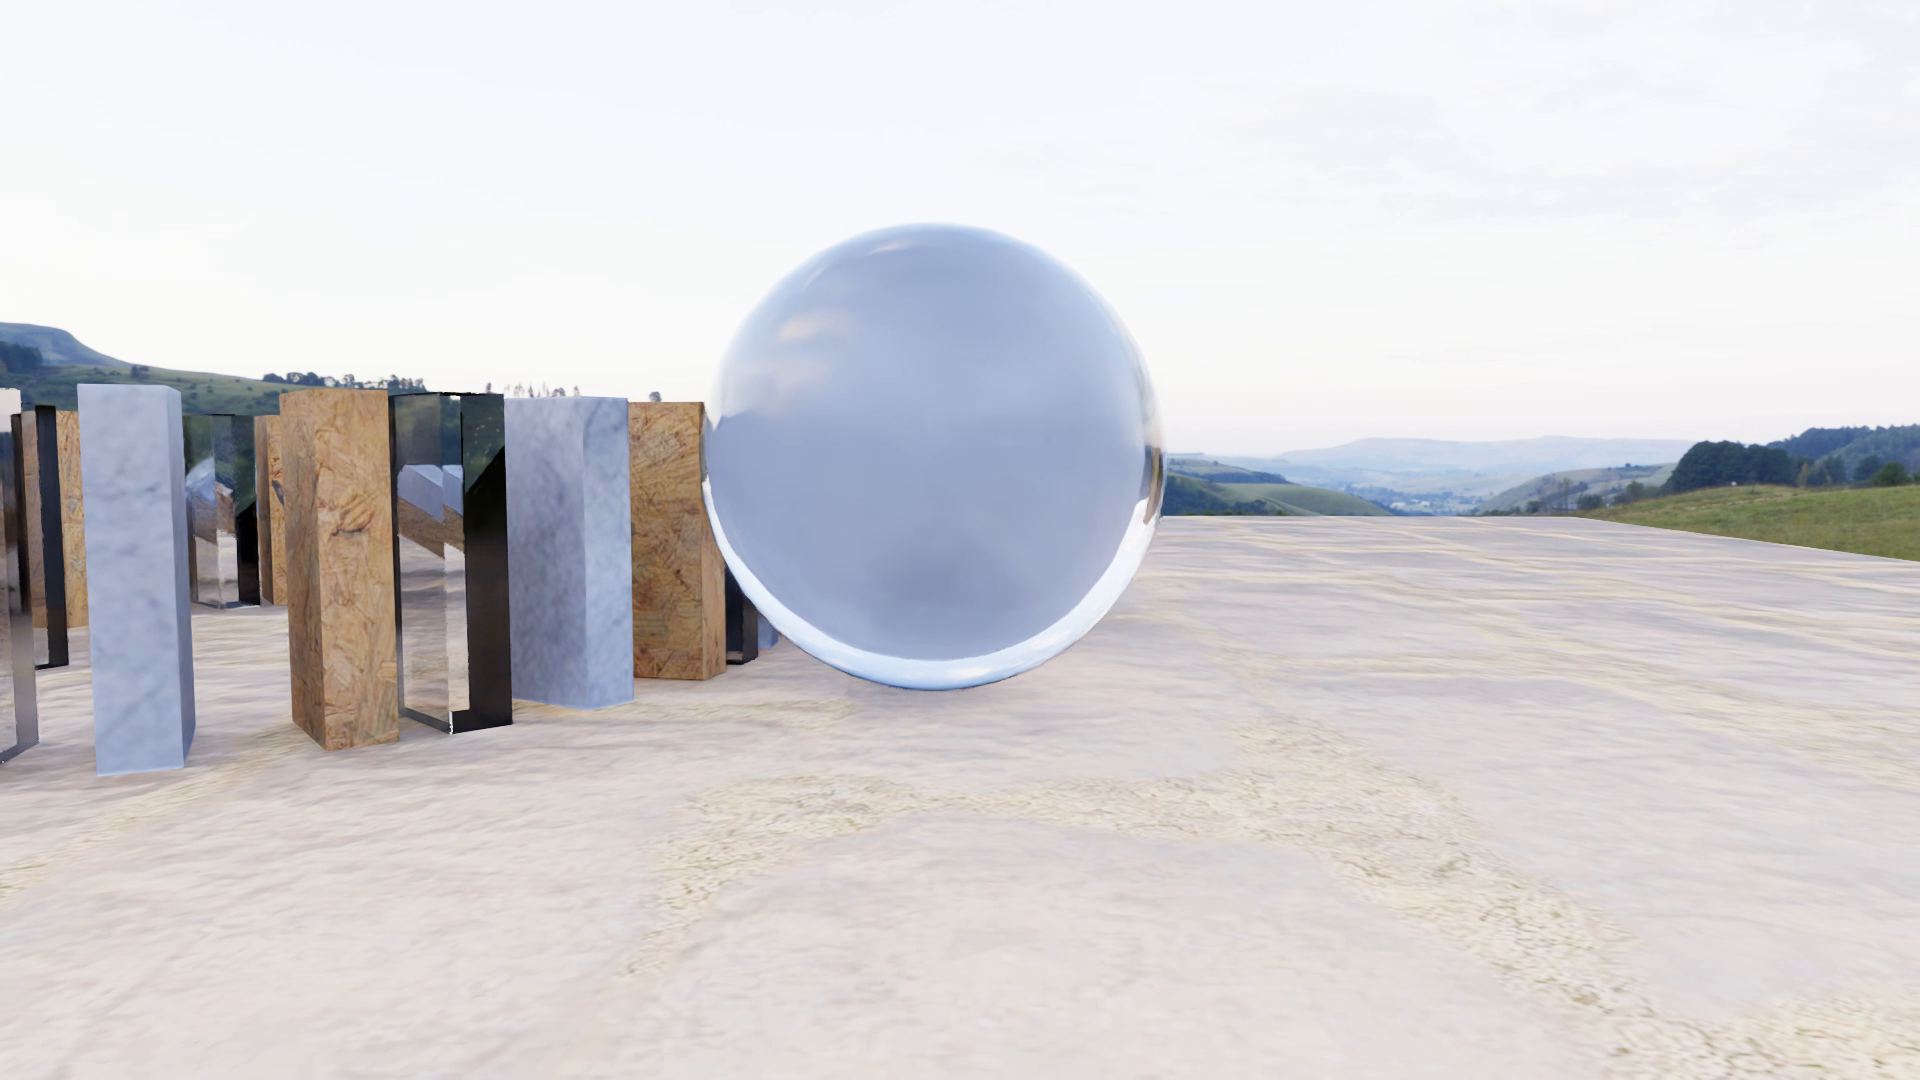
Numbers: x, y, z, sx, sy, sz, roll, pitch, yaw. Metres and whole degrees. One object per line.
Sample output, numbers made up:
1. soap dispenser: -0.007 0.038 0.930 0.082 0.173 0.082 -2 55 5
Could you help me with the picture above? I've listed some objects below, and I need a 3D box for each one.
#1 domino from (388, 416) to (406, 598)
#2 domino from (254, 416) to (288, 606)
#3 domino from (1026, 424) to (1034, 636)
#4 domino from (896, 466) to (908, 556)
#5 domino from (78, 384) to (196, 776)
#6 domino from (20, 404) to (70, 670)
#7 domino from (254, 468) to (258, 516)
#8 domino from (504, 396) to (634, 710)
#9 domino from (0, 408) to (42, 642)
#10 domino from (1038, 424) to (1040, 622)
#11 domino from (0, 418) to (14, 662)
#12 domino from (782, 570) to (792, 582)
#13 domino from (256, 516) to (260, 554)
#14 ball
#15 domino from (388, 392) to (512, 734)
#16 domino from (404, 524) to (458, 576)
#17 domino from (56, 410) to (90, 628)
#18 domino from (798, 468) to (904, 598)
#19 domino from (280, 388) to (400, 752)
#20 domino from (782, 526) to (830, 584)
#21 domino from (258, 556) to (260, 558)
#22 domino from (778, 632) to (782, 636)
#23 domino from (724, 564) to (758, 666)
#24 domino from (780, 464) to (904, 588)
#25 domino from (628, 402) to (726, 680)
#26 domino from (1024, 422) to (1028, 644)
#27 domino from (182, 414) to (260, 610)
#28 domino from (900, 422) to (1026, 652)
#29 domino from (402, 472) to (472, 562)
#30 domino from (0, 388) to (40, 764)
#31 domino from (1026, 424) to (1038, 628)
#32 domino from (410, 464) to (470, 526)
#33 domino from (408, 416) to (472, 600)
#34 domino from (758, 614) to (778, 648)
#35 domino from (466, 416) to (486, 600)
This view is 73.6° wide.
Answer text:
1. domino: -0.163 -0.009 0.359 0.009 0.050 0.025 -1 4 -14
2. domino: -0.184 -0.009 0.350 0.010 0.050 0.025 -3 5 -35
3. domino: 0.004 -0.003 0.293 0.025 0.050 0.010 0 -28 3
4. domino: -0.004 -0.002 0.361 0.025 0.010 0.050 0 38 -8
5. domino: -0.112 0.004 0.176 0.010 0.050 0.025 -2 5 -27
6. domino: -0.180 0.000 0.235 0.009 0.050 0.025 2 5 20
7. domino: -0.208 -0.006 0.413 0.050 0.009 0.025 32 -6 -16
8. domino: -0.067 0.002 0.214 0.025 0.050 0.009 3 5 33
9. domino: -0.216 -0.003 0.277 0.025 0.050 0.010 -1 4 -13
10. domino: 0.007 -0.005 0.315 0.025 0.050 0.009 0 -28 3
11. domino: -0.197 -0.001 0.244 0.010 0.050 0.025 3 5 35
12. domino: -0.068 -0.004 0.411 0.050 0.009 0.025 36 25 32
13. domino: -0.225 -0.005 0.404 0.050 0.009 0.025 33 -8 -21
14. ball: -0.004 -0.014 0.222 0.080 0.080 0.080 0 4 0
15. domino: -0.080 0.003 0.198 0.010 0.050 0.025 -4 6 -44
16. domino: -0.190 -0.006 0.420 0.050 0.009 0.025 32 -2 -11
17. domino: -0.217 -0.005 0.301 0.025 0.050 0.010 1 4 9
18. domino: -0.024 -0.003 0.375 0.025 0.009 0.050 -3 38 -38
19. domino: -0.092 0.003 0.189 0.009 0.050 0.025 -3 5 -37
20. domino: -0.054 -0.006 0.400 0.025 0.010 0.050 -4 39 -50
21. domino: -0.242 -0.005 0.391 0.050 0.009 0.025 37 -16 -30
22. domino: -0.053 -0.004 0.286 0.025 0.050 0.009 -1 4 -7
23. domino: -0.053 -0.001 0.252 0.025 0.050 0.009 1 4 9
24. domino: -0.039 -0.005 0.389 0.025 0.010 0.050 -1 36 -45
25. domino: -0.057 0.000 0.236 0.025 0.050 0.009 1 4 15
26. domino: 0.002 -0.002 0.282 0.025 0.050 0.010 0 -28 3
27. domino: -0.196 -0.008 0.340 0.025 0.050 0.009 4 6 43
28. domino: 0.001 -0.001 0.271 0.025 0.050 0.010 0 -28 3
29. domino: -0.171 -0.006 0.425 0.050 0.009 0.025 31 1 -7
30. domino: -0.132 0.005 0.168 0.009 0.050 0.025 -1 4 -17
31. domino: 0.006 -0.004 0.304 0.025 0.050 0.009 0 -28 3
32. domino: -0.154 -0.008 0.428 0.050 0.009 0.025 32 1 -3
33. domino: -0.146 -0.010 0.362 0.009 0.050 0.025 0 4 -4
34. domino: -0.052 -0.003 0.270 0.025 0.050 0.010 0 4 1
35. domino: -0.128 -0.010 0.361 0.009 0.050 0.025 0 4 6
